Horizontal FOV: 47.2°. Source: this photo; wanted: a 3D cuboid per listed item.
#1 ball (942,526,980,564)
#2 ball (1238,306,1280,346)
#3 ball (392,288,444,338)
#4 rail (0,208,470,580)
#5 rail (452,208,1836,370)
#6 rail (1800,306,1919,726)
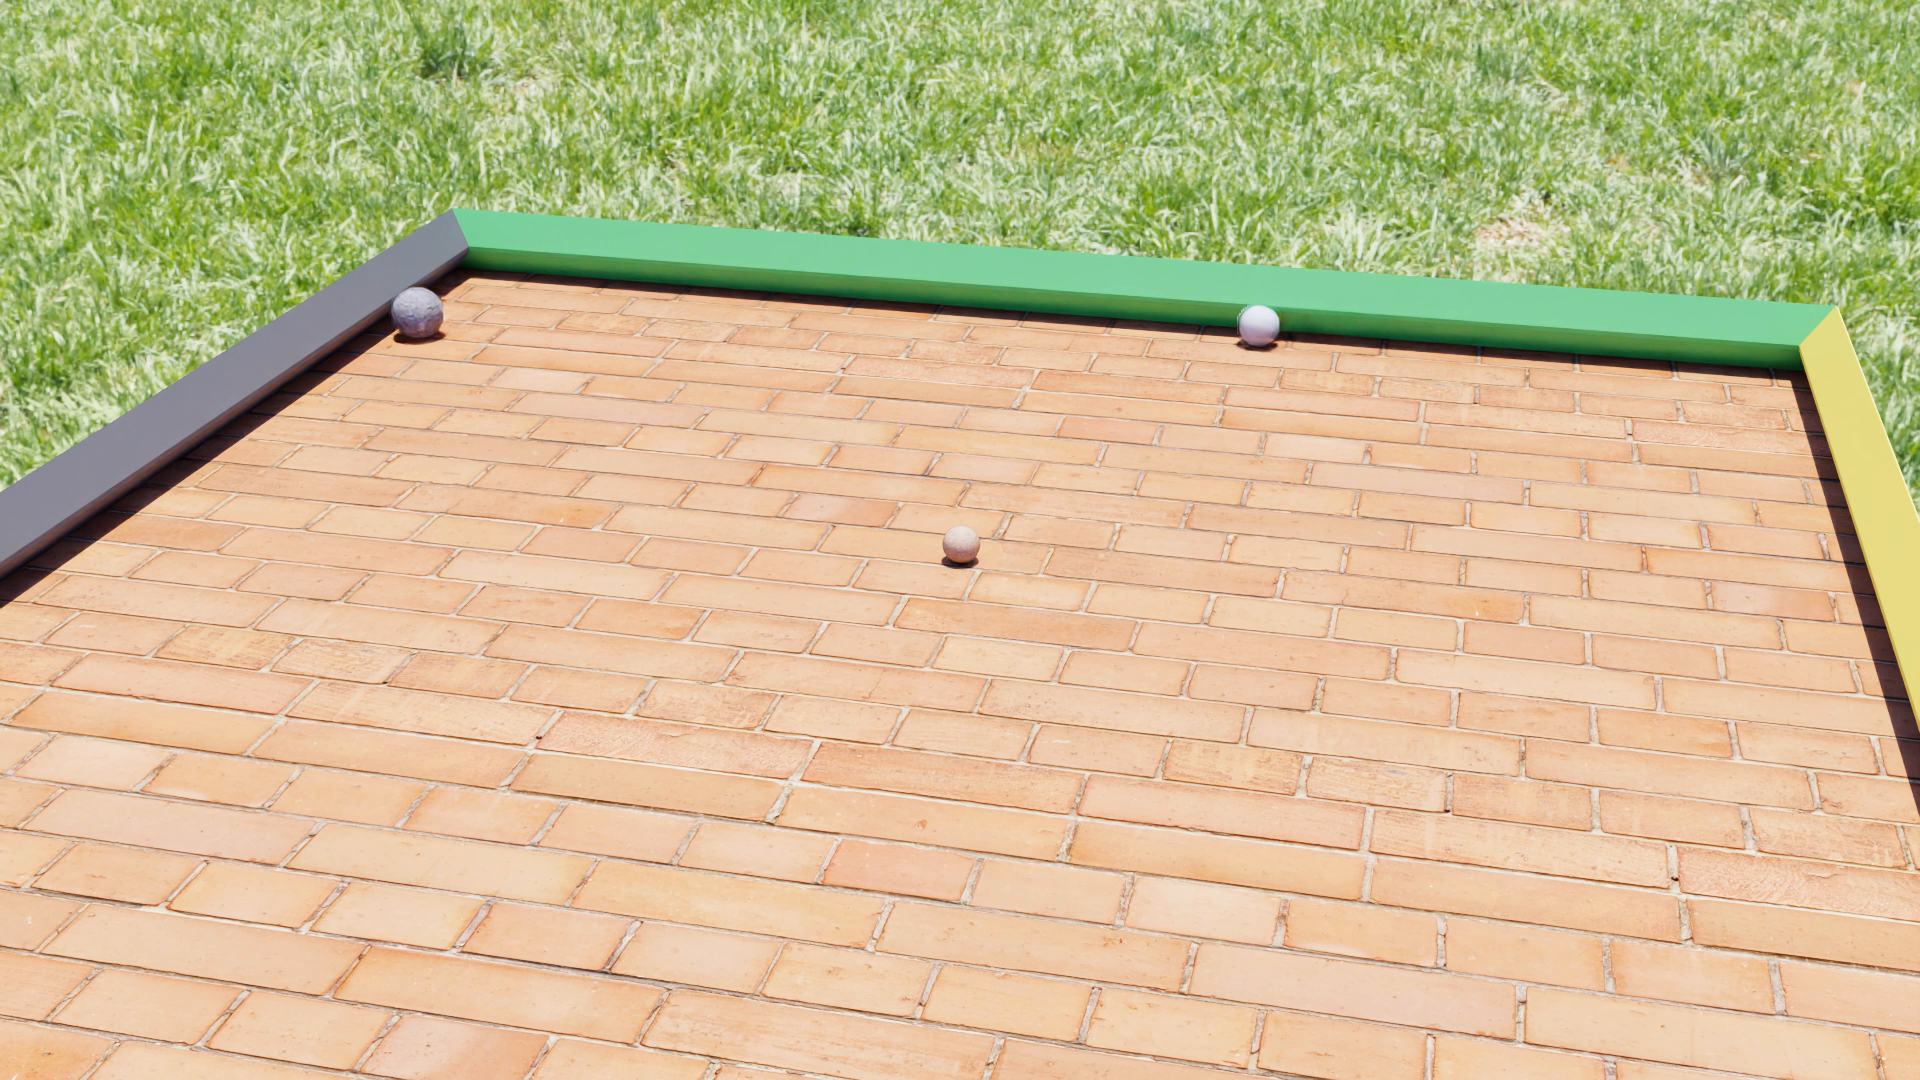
[{"bbox_3d":[0.001,0.005,2.350,0.041,0.041,0.041,0,25,0],"label":"ball"},{"bbox_3d":[0.404,-0.289,2.969,0.055,0.055,0.055,0,25,0],"label":"ball"},{"bbox_3d":[-0.739,-0.310,2.997,0.069,0.069,0.069,0,25,0],"label":"ball"},{"bbox_3d":[-1.114,0.225,1.811,0.045,0.090,3.307,6,25,12],"label":"rail"},{"bbox_3d":[0.186,-0.347,3.051,1.944,0.090,0.045,6,25,12],"label":"rail"},{"bbox_3d":[0.731,0.409,1.412,0.045,0.090,3.307,6,25,12],"label":"rail"}]
